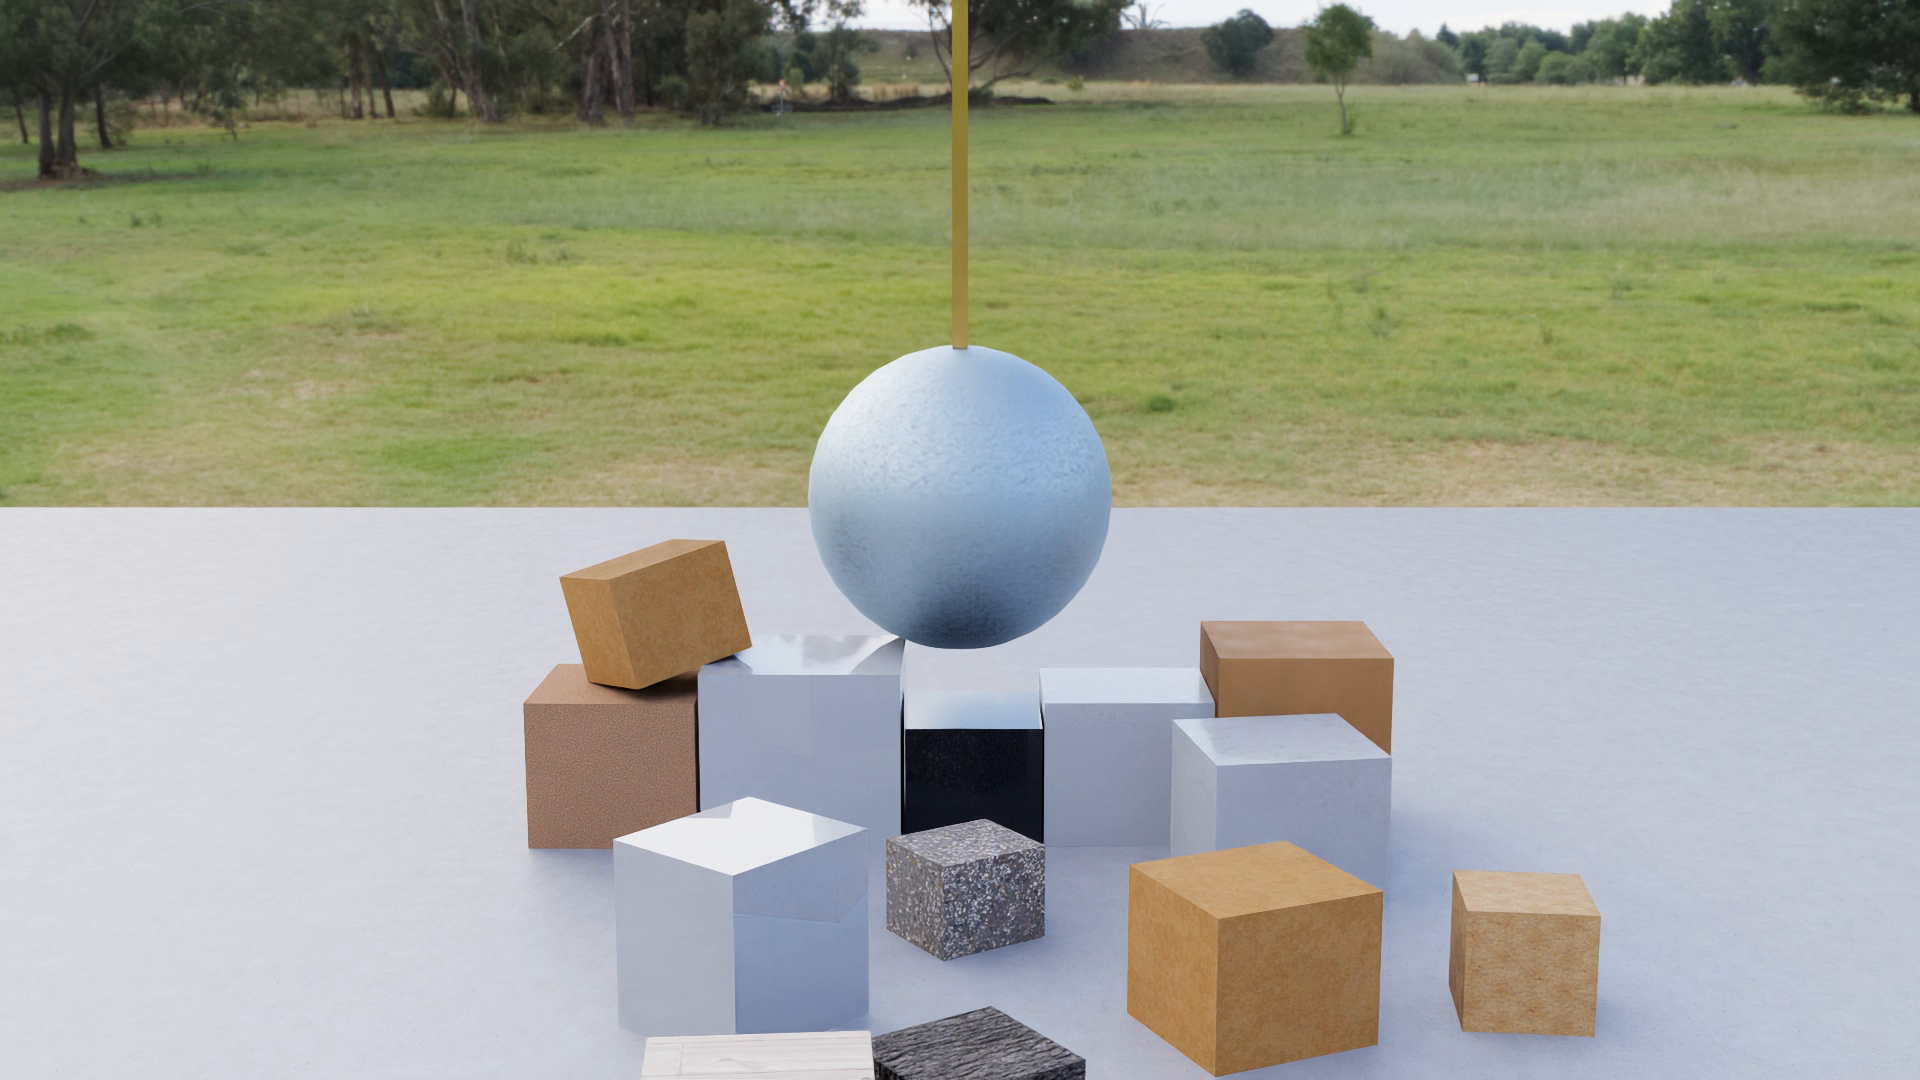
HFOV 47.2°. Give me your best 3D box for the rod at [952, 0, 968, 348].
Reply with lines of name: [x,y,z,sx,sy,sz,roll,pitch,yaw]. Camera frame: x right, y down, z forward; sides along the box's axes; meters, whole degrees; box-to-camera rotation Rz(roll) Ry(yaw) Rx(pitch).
rod: [0.000,-3.518,10.722,0.080,5.200,0.080,0,14,0]

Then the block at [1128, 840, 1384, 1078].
block: [1.162,1.646,8.751,0.742,0.631,0.692,-5,11,-24]

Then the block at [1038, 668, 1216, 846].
block: [0.845,1.111,11.380,0.849,0.743,0.747,0,10,0]

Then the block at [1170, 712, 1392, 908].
block: [1.507,1.290,10.452,0.828,0.721,0.807,-2,10,-9]

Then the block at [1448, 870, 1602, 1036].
block: [2.287,1.674,8.950,0.514,0.505,0.502,1,10,6]

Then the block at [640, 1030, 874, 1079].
block: [-0.626,1.988,6.861,0.724,0.633,0.744,-1,10,-4]

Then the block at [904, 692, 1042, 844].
block: [0.069,1.175,11.399,0.687,0.611,0.761,0,10,0]

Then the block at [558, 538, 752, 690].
block: [-1.554,0.366,11.225,0.667,0.567,0.597,-20,12,-32]

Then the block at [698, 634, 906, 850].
block: [-0.791,1.030,11.372,0.999,0.904,0.889,0,10,1]

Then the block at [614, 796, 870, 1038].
block: [-0.871,1.555,8.829,0.675,0.781,0.751,9,13,39]

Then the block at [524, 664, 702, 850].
block: [-1.733,1.106,11.384,0.850,0.751,0.847,0,10,1]

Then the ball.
ball: [0.000,-0.222,11.558,1.600,1.600,1.600,0,10,0]

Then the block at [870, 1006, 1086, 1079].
block: [0.022,1.955,7.342,0.576,0.526,0.547,-7,12,-33]

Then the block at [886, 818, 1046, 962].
block: [0.023,1.554,9.828,0.537,0.426,0.472,-7,12,-33]

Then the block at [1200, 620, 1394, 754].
block: [1.713,0.990,11.374,0.863,0.983,0.870,0,10,0]
